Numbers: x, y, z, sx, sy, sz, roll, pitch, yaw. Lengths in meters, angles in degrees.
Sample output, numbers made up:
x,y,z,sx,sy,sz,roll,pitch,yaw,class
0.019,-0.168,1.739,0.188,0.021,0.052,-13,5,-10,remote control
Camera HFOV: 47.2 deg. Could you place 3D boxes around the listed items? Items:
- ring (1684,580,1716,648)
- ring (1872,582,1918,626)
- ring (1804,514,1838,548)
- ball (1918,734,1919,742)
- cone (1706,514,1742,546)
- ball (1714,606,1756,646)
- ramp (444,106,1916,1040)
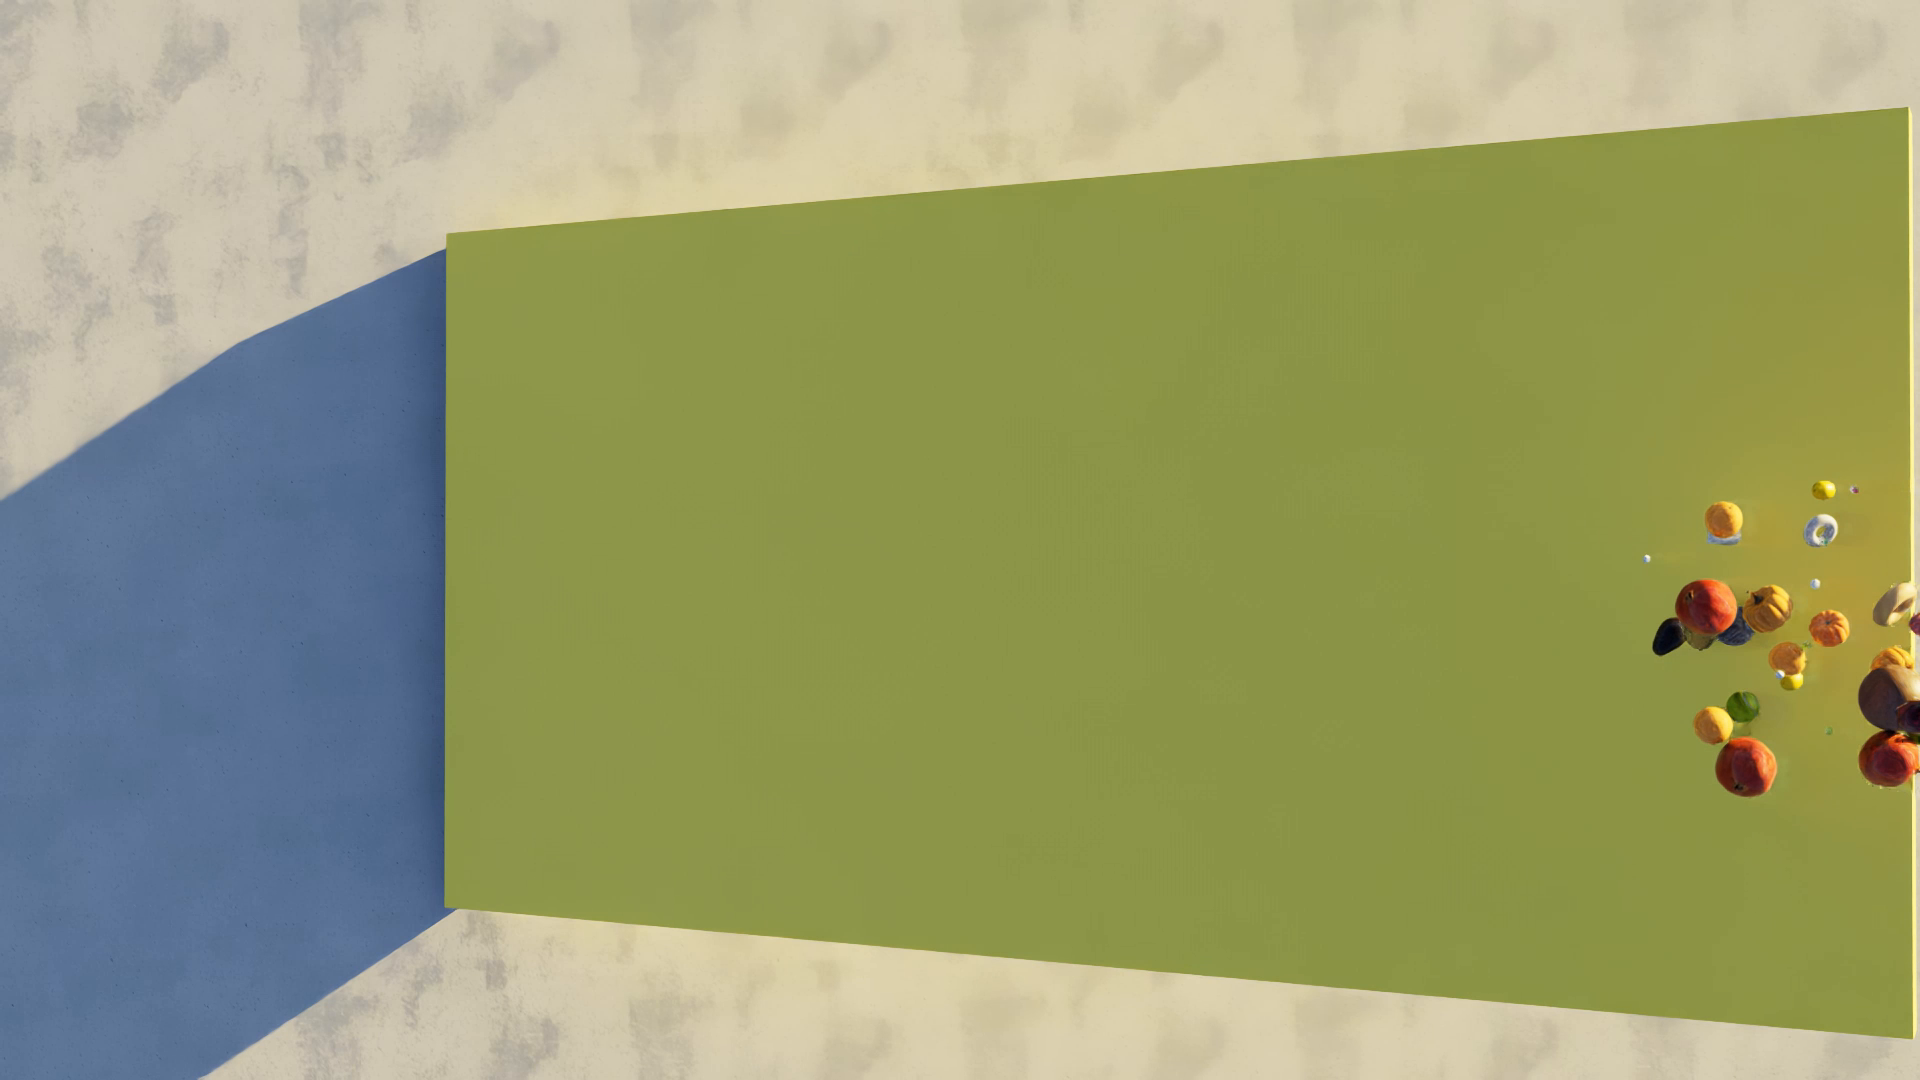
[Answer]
x,y,z,sx,sy,sz,roll,pitch,yaw,class
1.516,0.153,4.507,0.048,0.145,0.145,10,89,18,ring
1.608,0.111,3.783,0.089,0.089,0.030,-40,56,0,ring
1.860,-0.019,4.753,0.077,0.026,0.077,-5,115,-11,ring
1.679,0.340,3.772,0.064,0.064,0.064,0,89,0,ball
1.598,-0.008,4.648,0.075,0.075,0.075,-28,89,-34,cone
1.702,0.190,4.836,0.088,0.088,0.088,0,89,0,ball
0.279,0.079,5.665,4.000,0.100,2.000,0,89,27,ramp
